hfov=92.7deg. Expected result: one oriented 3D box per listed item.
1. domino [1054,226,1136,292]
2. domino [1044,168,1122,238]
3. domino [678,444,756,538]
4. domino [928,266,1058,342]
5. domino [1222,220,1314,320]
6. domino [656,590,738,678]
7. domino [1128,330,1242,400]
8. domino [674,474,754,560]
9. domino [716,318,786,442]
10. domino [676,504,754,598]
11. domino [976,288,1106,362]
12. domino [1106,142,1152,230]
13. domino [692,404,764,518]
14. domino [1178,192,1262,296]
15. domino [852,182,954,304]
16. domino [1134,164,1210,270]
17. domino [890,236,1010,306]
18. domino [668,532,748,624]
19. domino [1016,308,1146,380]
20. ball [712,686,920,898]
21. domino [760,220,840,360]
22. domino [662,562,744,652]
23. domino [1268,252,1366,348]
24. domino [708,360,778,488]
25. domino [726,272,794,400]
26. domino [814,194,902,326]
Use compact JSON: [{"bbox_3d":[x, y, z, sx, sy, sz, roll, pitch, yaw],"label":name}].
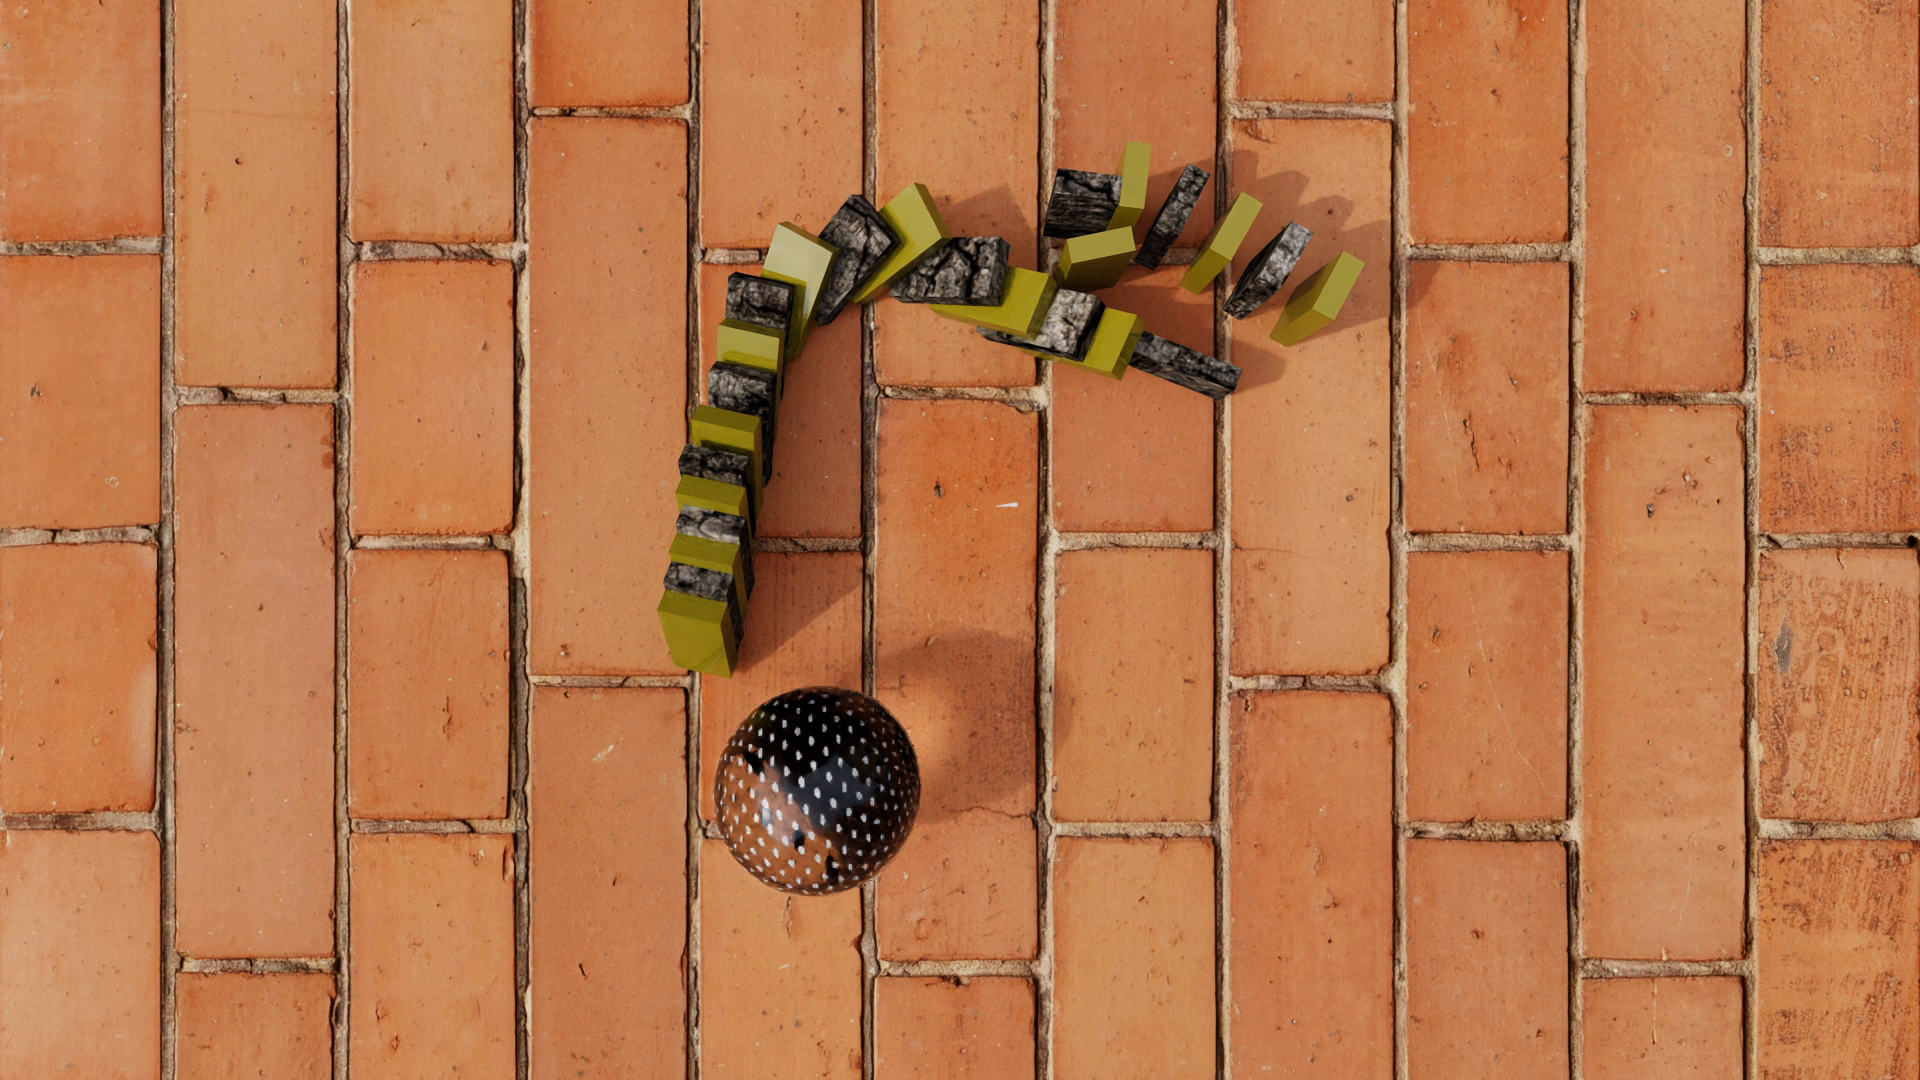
[{"bbox_3d":[0.054,-0.113,0.375,0.025,0.050,0.009,-12,90,0],"label":"domino"},{"bbox_3d":[0.049,-0.136,0.375,0.025,0.050,0.009,7,90,0],"label":"domino"},{"bbox_3d":[-0.099,-0.018,0.377,0.025,0.050,0.010,12,55,0],"label":"domino"},{"bbox_3d":[0.013,-0.102,0.383,0.050,0.009,0.025,22,90,30],"label":"domino"},{"bbox_3d":[0.125,-0.109,0.375,0.010,0.050,0.025,31,90,0],"label":"domino"},{"bbox_3d":[-0.107,0.040,0.377,0.025,0.050,0.010,12,56,0],"label":"domino"},{"bbox_3d":[0.091,-0.075,0.388,0.050,0.025,0.009,21,90,0],"label":"domino"},{"bbox_3d":[-0.100,-0.006,0.377,0.025,0.050,0.010,12,56,0],"label":"domino"},{"bbox_3d":[-0.088,-0.065,0.383,0.025,0.009,0.050,12,121,0],"label":"domino"},{"bbox_3d":[-0.100,0.006,0.377,0.025,0.050,0.010,12,56,0],"label":"domino"},{"bbox_3d":[0.033,-0.092,0.382,0.050,0.009,0.025,22,90,35],"label":"domino"},{"bbox_3d":[0.067,-0.140,0.375,0.009,0.050,0.025,7,90,0],"label":"domino"},{"bbox_3d":[-0.095,-0.031,0.378,0.025,0.050,0.010,12,48,0],"label":"domino"},{"bbox_3d":[0.106,-0.120,0.375,0.009,0.050,0.025,30,90,0],"label":"domino"},{"bbox_3d":[-0.030,-0.123,0.383,0.050,0.010,0.025,-28,89,32],"label":"domino"},{"bbox_3d":[0.086,-0.131,0.375,0.009,0.050,0.025,27,90,0],"label":"domino"},{"bbox_3d":[-0.005,-0.112,0.383,0.050,0.009,0.025,11,90,33],"label":"domino"},{"bbox_3d":[-0.102,0.017,0.377,0.025,0.050,0.010,12,56,0],"label":"domino"},{"bbox_3d":[0.049,-0.085,0.382,0.050,0.009,0.025,25,92,35],"label":"domino"},{"bbox_3d":[-0.056,0.098,0.360,0.080,0.080,0.080,0,90,0],"label":"ball"},{"bbox_3d":[-0.071,-0.104,0.384,0.025,0.009,0.050,28,119,1],"label":"domino"},{"bbox_3d":[-0.105,0.028,0.377,0.025,0.050,0.009,12,56,0],"label":"domino"},{"bbox_3d":[0.145,-0.097,0.375,0.009,0.050,0.025,29,90,0],"label":"domino"},{"bbox_3d":[-0.091,-0.047,0.381,0.025,0.010,0.050,12,127,0],"label":"domino"},{"bbox_3d":[-0.085,-0.084,0.384,0.025,0.009,0.050,13,118,0],"label":"domino"},{"bbox_3d":[-0.050,-0.116,0.383,0.050,0.009,0.025,-40,89,31],"label":"domino"}]
